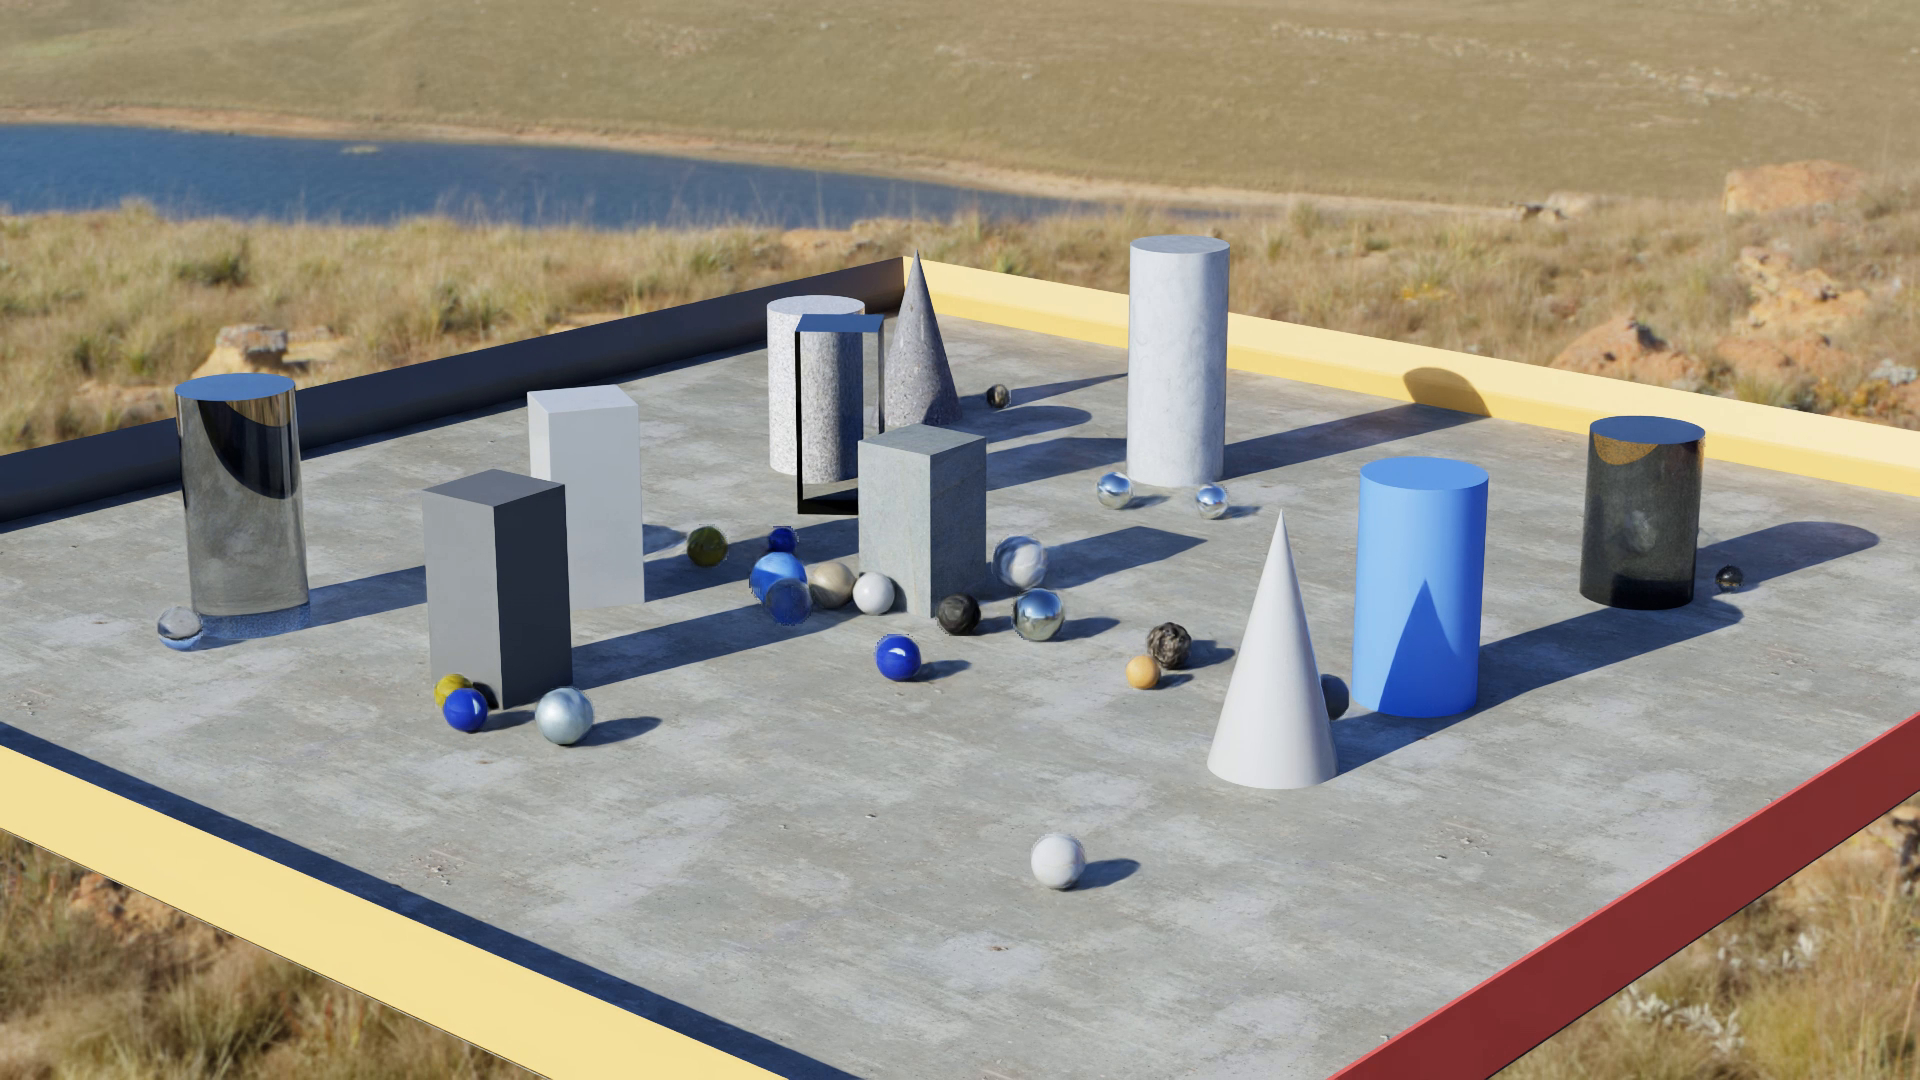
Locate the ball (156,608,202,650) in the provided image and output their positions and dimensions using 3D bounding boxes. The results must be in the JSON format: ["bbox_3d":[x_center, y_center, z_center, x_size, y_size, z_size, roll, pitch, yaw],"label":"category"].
[{"bbox_3d":[-1.290,0.146,4.841,0.071,0.071,0.071,0,17,0],"label":"ball"}]

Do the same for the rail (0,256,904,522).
[{"bbox_3d":[-1.236,-0.278,6.148,0.045,0.127,3.391,14,22,39],"label":"rail"}]

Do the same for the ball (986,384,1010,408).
[{"bbox_3d":[0.083,-0.314,6.403,0.052,0.052,0.052,0,17,0],"label":"ball"}]

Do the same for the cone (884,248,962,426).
[{"bbox_3d":[-0.092,-0.446,6.286,0.196,0.371,0.196,0,17,0],"label":"cone"}]

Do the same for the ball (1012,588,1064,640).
[{"bbox_3d":[0.131,0.124,4.888,0.088,0.088,0.088,0,17,0],"label":"ball"}]

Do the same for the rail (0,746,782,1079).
[{"bbox_3d":[-1.096,0.396,3.911,3.322,0.127,0.045,14,22,39],"label":"rail"}]

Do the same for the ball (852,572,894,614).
[{"bbox_3d":[-0.147,0.091,5.023,0.072,0.072,0.072,0,17,0],"label":"ball"}]

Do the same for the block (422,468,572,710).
[{"bbox_3d":[-0.729,0.076,4.626,0.157,0.331,0.157,12,21,35],"label":"block"}]

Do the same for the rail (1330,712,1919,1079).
[{"bbox_3d":[1.236,0.342,4.092,0.045,0.127,3.391,14,22,39],"label":"rail"}]

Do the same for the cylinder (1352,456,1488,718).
[{"bbox_3d":[0.717,0.072,4.579,0.196,0.365,0.196,0,17,0],"label":"cylinder"}]

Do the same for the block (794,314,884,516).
[{"bbox_3d":[-0.229,-0.242,5.632,0.157,0.358,0.157,1,17,3],"label":"block"}]

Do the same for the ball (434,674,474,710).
[{"bbox_3d":[-0.785,0.238,4.551,0.062,0.062,0.062,0,17,0],"label":"ball"}]

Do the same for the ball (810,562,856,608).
[{"bbox_3d":[-0.219,0.078,5.050,0.082,0.082,0.082,0,17,0],"label":"ball"}]

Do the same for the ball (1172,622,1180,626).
[{"bbox_3d":[0.347,0.162,4.821,0.053,0.053,0.053,0,17,0],"label":"ball"}]

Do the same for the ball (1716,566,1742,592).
[{"bbox_3d":[1.349,0.068,5.142,0.047,0.047,0.047,0,17,0],"label":"ball"}]

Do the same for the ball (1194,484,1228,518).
[{"bbox_3d":[0.479,-0.073,5.581,0.064,0.064,0.064,0,17,0],"label":"ball"}]

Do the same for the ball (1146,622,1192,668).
[{"bbox_3d":[0.339,0.171,4.754,0.074,0.074,0.074,0,17,0],"label":"ball"}]

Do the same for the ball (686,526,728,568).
[{"bbox_3d":[-0.456,0.012,5.281,0.074,0.074,0.074,0,17,0],"label":"ball"}]

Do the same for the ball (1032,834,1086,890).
[{"bbox_3d":[0.131,0.429,3.903,0.072,0.072,0.072,0,17,0],"label":"ball"}]

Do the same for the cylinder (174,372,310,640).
[{"bbox_3d":[-1.206,-0.059,4.935,0.196,0.410,0.196,0,17,0],"label":"cylinder"}]

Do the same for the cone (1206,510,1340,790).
[{"bbox_3d":[0.464,0.143,4.288,0.196,0.396,0.196,0,17,0],"label":"cone"}]

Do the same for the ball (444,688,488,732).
[{"bbox_3d":[-0.755,0.259,4.475,0.067,0.067,0.067,0,17,0],"label":"ball"}]

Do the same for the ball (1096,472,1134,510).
[{"bbox_3d":[0.298,-0.095,5.641,0.072,0.072,0.072,0,17,0],"label":"ball"}]

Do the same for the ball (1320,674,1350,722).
[{"bbox_3d":[0.552,0.238,4.416,0.071,0.071,0.071,0,17,0],"label":"ball"}]

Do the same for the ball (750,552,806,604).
[{"bbox_3d":[-0.312,0.069,5.056,0.096,0.096,0.096,0,17,0],"label":"ball"}]

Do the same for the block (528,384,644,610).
[{"bbox_3d":[-0.648,-0.074,5.082,0.157,0.354,0.157,-6,18,-20],"label":"block"}]

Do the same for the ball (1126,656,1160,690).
[{"bbox_3d":[0.291,0.210,4.657,0.055,0.055,0.055,0,17,0],"label":"ball"}]

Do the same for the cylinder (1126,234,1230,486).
[{"bbox_3d":[0.432,-0.357,5.824,0.196,0.468,0.196,0,17,0],"label":"cylinder"}]

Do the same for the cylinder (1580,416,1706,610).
[{"bbox_3d":[1.185,-0.049,5.099,0.196,0.296,0.196,0,17,0],"label":"cylinder"}]

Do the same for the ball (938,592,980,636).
[{"bbox_3d":[-0.002,0.123,4.916,0.072,0.072,0.072,0,17,0],"label":"ball"}]

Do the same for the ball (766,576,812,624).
[{"bbox_3d":[-0.290,0.103,4.970,0.080,0.080,0.080,0,17,0],"label":"ball"}]

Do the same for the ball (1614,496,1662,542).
[{"bbox_3d":[1.255,-0.039,5.431,0.087,0.087,0.087,0,17,0],"label":"ball"}]

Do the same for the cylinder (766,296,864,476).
[{"bbox_3d":[-0.289,-0.313,5.919,0.196,0.328,0.196,0,17,0],"label":"cylinder"}]

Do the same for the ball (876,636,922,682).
[{"bbox_3d":[-0.099,0.190,4.694,0.074,0.074,0.074,0,17,0],"label":"ball"}]

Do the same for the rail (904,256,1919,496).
[{"bbox_3d":[1.096,-0.332,6.329,3.322,0.127,0.045,14,22,39],"label":"rail"}]

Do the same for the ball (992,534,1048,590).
[{"bbox_3d":[0.106,0.040,5.148,0.098,0.098,0.098,0,17,0],"label":"ball"}]

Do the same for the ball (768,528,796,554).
[{"bbox_3d":[-0.324,0.003,5.349,0.052,0.052,0.052,0,17,0],"label":"ball"}]

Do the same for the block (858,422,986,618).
[{"bbox_3d":[-0.065,-0.036,5.069,0.157,0.288,0.157,13,21,36],"label":"block"}]

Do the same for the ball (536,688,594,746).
[{"bbox_3d":[-0.596,0.266,4.418,0.086,0.086,0.086,0,17,0],"label":"ball"}]
